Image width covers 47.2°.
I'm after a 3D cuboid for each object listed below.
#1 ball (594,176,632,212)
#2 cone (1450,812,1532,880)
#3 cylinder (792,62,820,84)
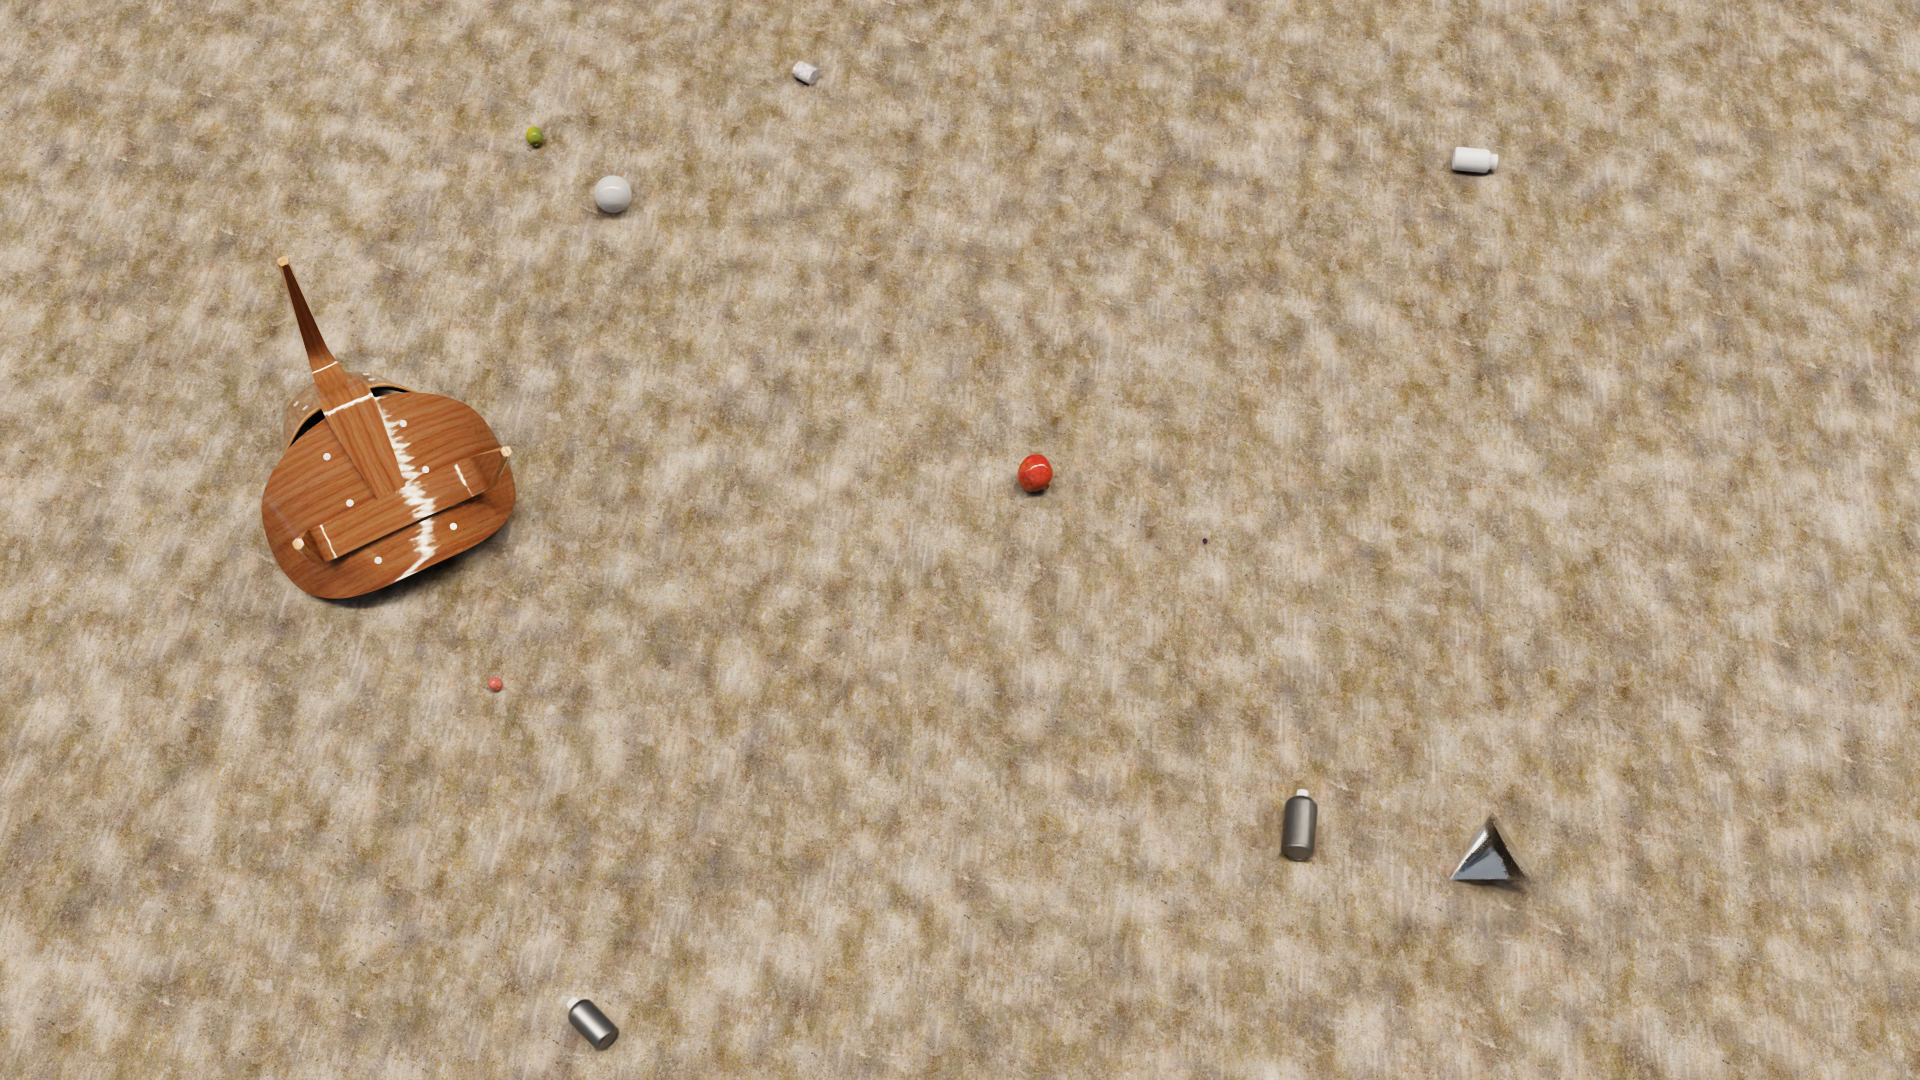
[{"bbox_3d":[-1.146,-1.143,7.266,0.124,0.124,0.124,0,56,0],"label":"ball"},{"bbox_3d":[1.403,0.871,5.933,0.189,0.197,0.237,-33,15,14],"label":"cone"},{"bbox_3d":[-0.534,-1.623,7.631,0.071,0.052,0.066,29,51,30],"label":"cylinder"}]
